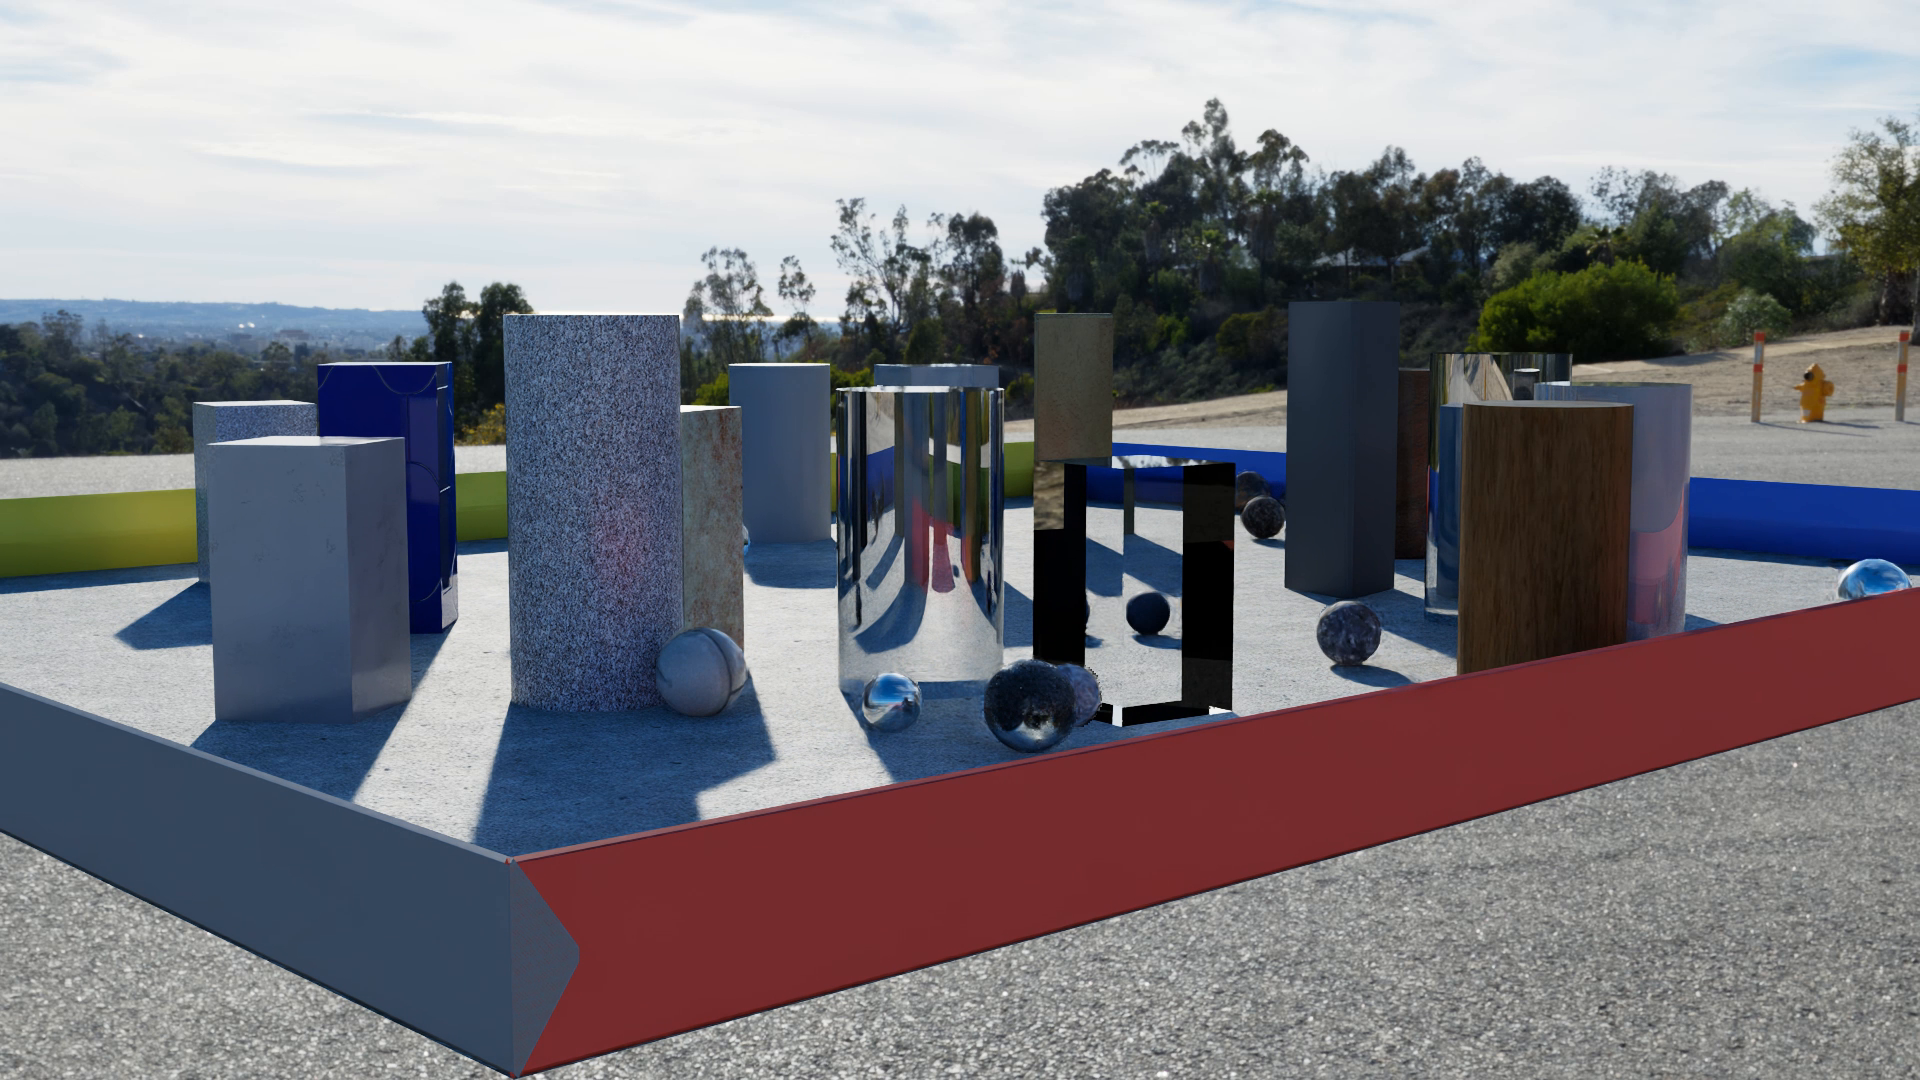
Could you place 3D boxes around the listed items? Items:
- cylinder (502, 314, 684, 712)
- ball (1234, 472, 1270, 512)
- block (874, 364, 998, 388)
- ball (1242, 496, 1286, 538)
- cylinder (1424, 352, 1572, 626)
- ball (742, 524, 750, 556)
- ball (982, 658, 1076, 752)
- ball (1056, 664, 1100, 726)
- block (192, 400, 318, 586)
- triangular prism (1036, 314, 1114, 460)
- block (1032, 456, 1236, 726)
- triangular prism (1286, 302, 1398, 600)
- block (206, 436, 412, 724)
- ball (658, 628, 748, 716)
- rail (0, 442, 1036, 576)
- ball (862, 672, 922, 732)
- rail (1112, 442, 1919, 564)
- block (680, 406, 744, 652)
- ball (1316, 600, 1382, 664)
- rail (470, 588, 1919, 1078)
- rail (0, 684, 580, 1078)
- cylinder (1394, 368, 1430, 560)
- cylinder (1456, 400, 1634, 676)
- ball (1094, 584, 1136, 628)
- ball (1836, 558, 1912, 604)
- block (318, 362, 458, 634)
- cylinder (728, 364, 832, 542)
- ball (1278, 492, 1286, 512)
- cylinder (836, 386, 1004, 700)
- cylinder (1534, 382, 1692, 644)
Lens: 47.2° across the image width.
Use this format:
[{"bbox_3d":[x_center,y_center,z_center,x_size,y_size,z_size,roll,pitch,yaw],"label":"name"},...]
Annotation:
[{"bbox_3d":[-0.419,-0.038,2.525,0.199,0.440,0.199,0,6,0],"label":"cylinder"},{"bbox_3d":[0.635,-0.104,4.832,0.094,0.094,0.094,0,6,0],"label":"ball"},{"bbox_3d":[-0.041,-0.119,3.723,0.159,0.353,0.159,-3,7,-25],"label":"block"},{"bbox_3d":[0.595,-0.044,4.309,0.084,0.084,0.084,0,6,0],"label":"ball"},{"bbox_3d":[0.772,-0.076,3.159,0.199,0.384,0.199,0,6,0],"label":"cylinder"},{"bbox_3d":[-0.412,0.001,3.878,0.083,0.083,0.083,0,6,0],"label":"ball"},{"bbox_3d":[0.071,0.167,2.224,0.095,0.095,0.095,0,6,0],"label":"ball"},{"bbox_3d":[0.117,0.167,2.360,0.068,0.068,0.068,0,6,0],"label":"ball"},{"bbox_3d":[-1.150,-0.076,3.597,0.159,0.295,0.159,-4,7,-32],"label":"block"},{"bbox_3d":[0.201,-0.240,4.474,0.172,0.439,0.149,-3,6,-23],"label":"triangular prism"},{"bbox_3d":[0.193,0.051,2.457,0.159,0.278,0.159,-4,7,-35],"label":"block"},{"bbox_3d":[0.588,-0.148,3.490,0.149,0.459,0.172,4,7,34],"label":"triangular prism"},{"bbox_3d":[-0.722,0.040,2.450,0.159,0.301,0.159,1,6,9],"label":"block"},{"bbox_3d":[-0.284,0.145,2.423,0.098,0.098,0.098,0,6,0],"label":"ball"},{"bbox_3d":[-0.898,-0.067,4.299,3.192,0.129,0.045,-5,8,-42],"label":"rail"},{"bbox_3d":[-0.072,0.172,2.330,0.064,0.064,0.064,0,6,0],"label":"ball"},{"bbox_3d":[1.155,-0.077,4.392,0.045,0.129,2.695,-5,8,-42],"label":"rail"},{"bbox_3d":[-0.383,-0.006,2.792,0.159,0.322,0.159,2,6,21],"label":"block"},{"bbox_3d":[0.490,0.117,2.773,0.081,0.081,0.081,0,6,0],"label":"ball"},{"bbox_3d":[0.898,0.134,2.364,3.192,0.129,0.045,-5,8,-42],"label":"rail"},{"bbox_3d":[-1.155,0.144,2.271,0.045,0.129,2.695,-5,8,-42],"label":"rail"},{"bbox_3d":[0.796,-0.144,4.033,0.199,0.339,0.199,0,6,0],"label":"cylinder"},{"bbox_3d":[0.707,0.002,2.661,0.199,0.333,0.199,0,6,0],"label":"cylinder"},{"bbox_3d":[0.218,0.094,3.090,0.061,0.061,0.061,0,6,0],"label":"ball"},{"bbox_3d":[1.280,0.076,3.079,0.099,0.099,0.099,0,6,0],"label":"ball"},{"bbox_3d":[-0.803,-0.063,3.098,0.159,0.371,0.159,-1,6,-5],"label":"block"},{"bbox_3d":[-0.353,-0.174,4.317,0.199,0.340,0.199,0,6,0],"label":"cylinder"},{"bbox_3d":[0.723,-0.081,4.809,0.054,0.054,0.054,0,6,0],"label":"ball"},{"bbox_3d":[-0.047,-0.002,2.606,0.199,0.353,0.199,0,6,0],"label":"cylinder"},{"bbox_3d":[0.848,-0.029,2.875,0.199,0.350,0.199,0,6,0],"label":"cylinder"}]
